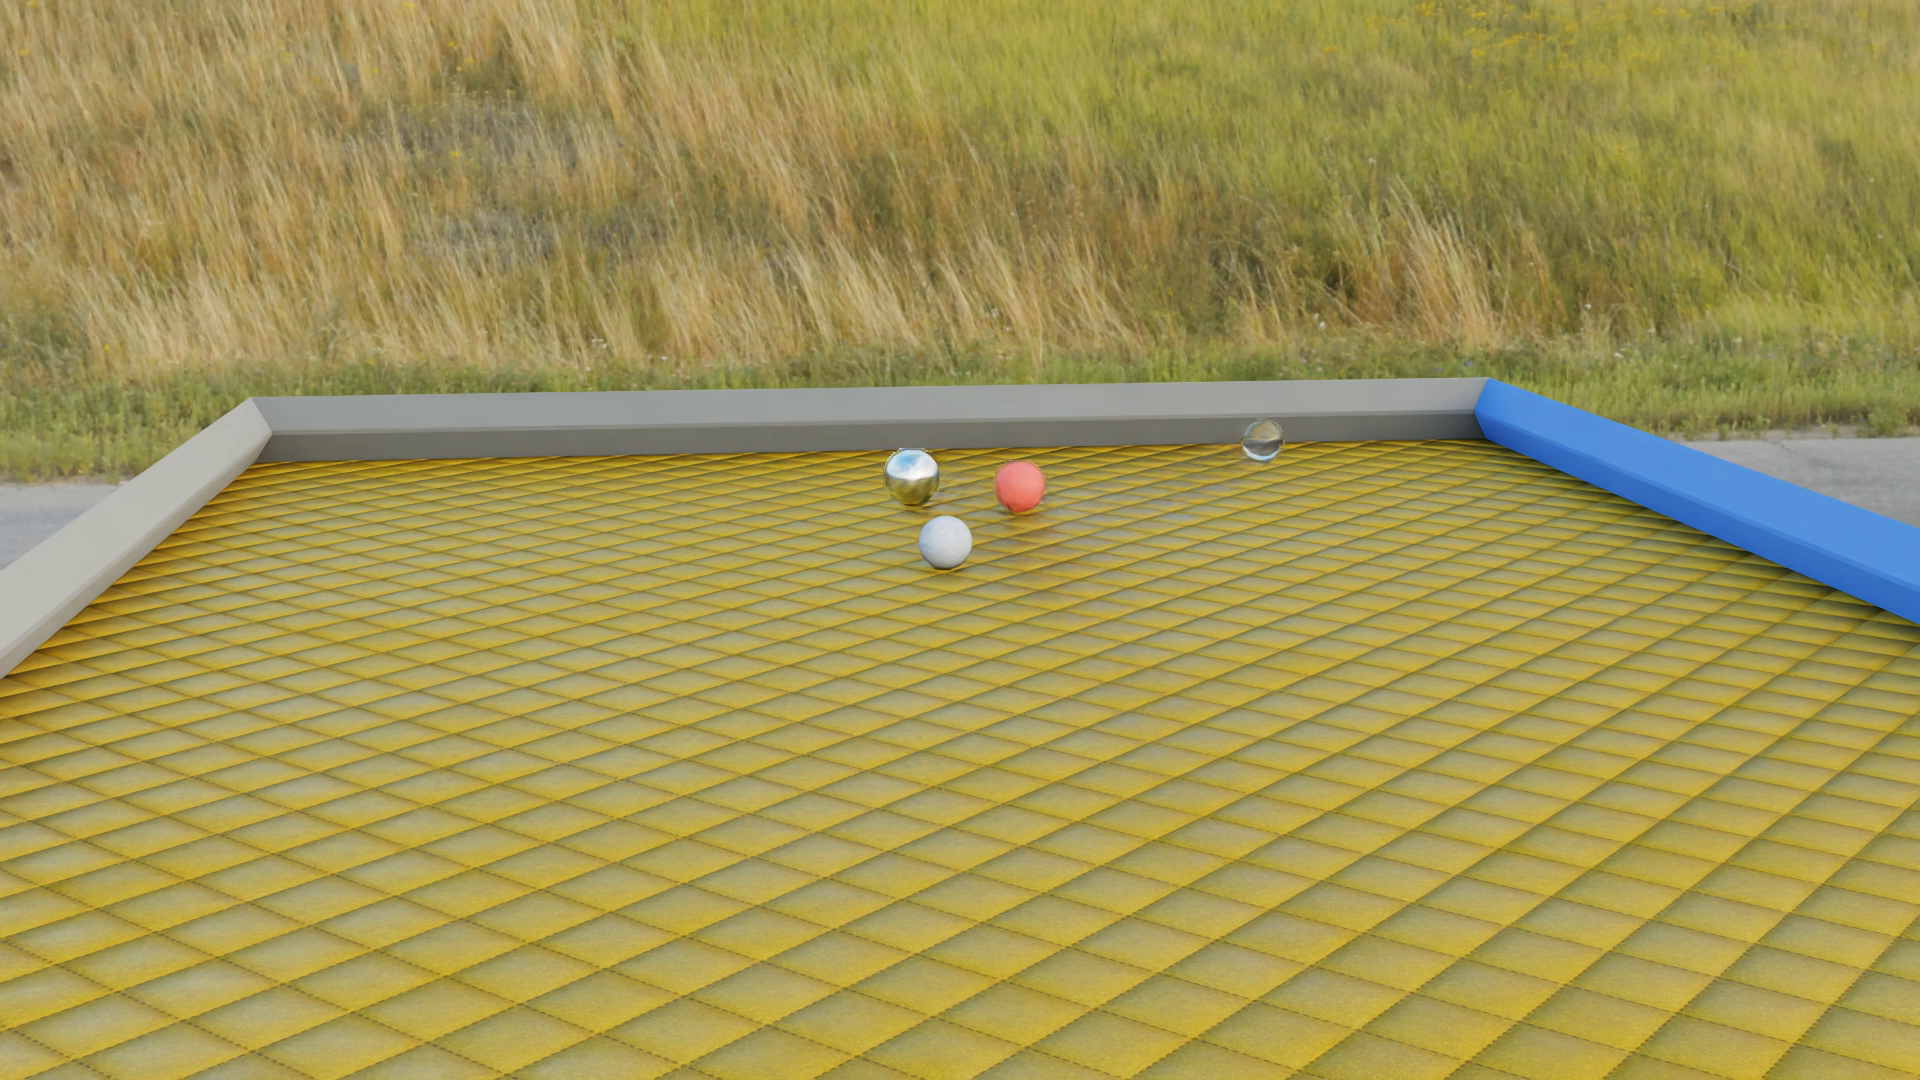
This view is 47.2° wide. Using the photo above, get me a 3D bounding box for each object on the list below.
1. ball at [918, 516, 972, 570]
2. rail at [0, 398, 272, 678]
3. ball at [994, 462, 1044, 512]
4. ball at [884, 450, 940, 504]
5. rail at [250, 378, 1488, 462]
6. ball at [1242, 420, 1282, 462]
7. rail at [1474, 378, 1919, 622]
[{"bbox_3d":[-0.021,0.003,3.234,0.079,0.079,0.079,0,11,0],"label":"ball"},{"bbox_3d":[-1.048,0.229,2.003,0.045,0.123,4.458,-1,12,-7],"label":"rail"},{"bbox_3d":[0.100,-0.089,3.679,0.084,0.084,0.084,0,11,0],"label":"ball"},{"bbox_3d":[-0.081,-0.107,3.740,0.095,0.095,0.095,0,11,0],"label":"ball"},{"bbox_3d":[-0.133,-0.234,4.290,2.432,0.123,0.045,-1,12,-7],"label":"rail"},{"bbox_3d":[0.575,-0.189,4.188,0.077,0.077,0.077,0,11,0],"label":"ball"},{"bbox_3d":[1.320,0.172,2.288,0.045,0.123,4.458,-1,12,-7],"label":"rail"}]
